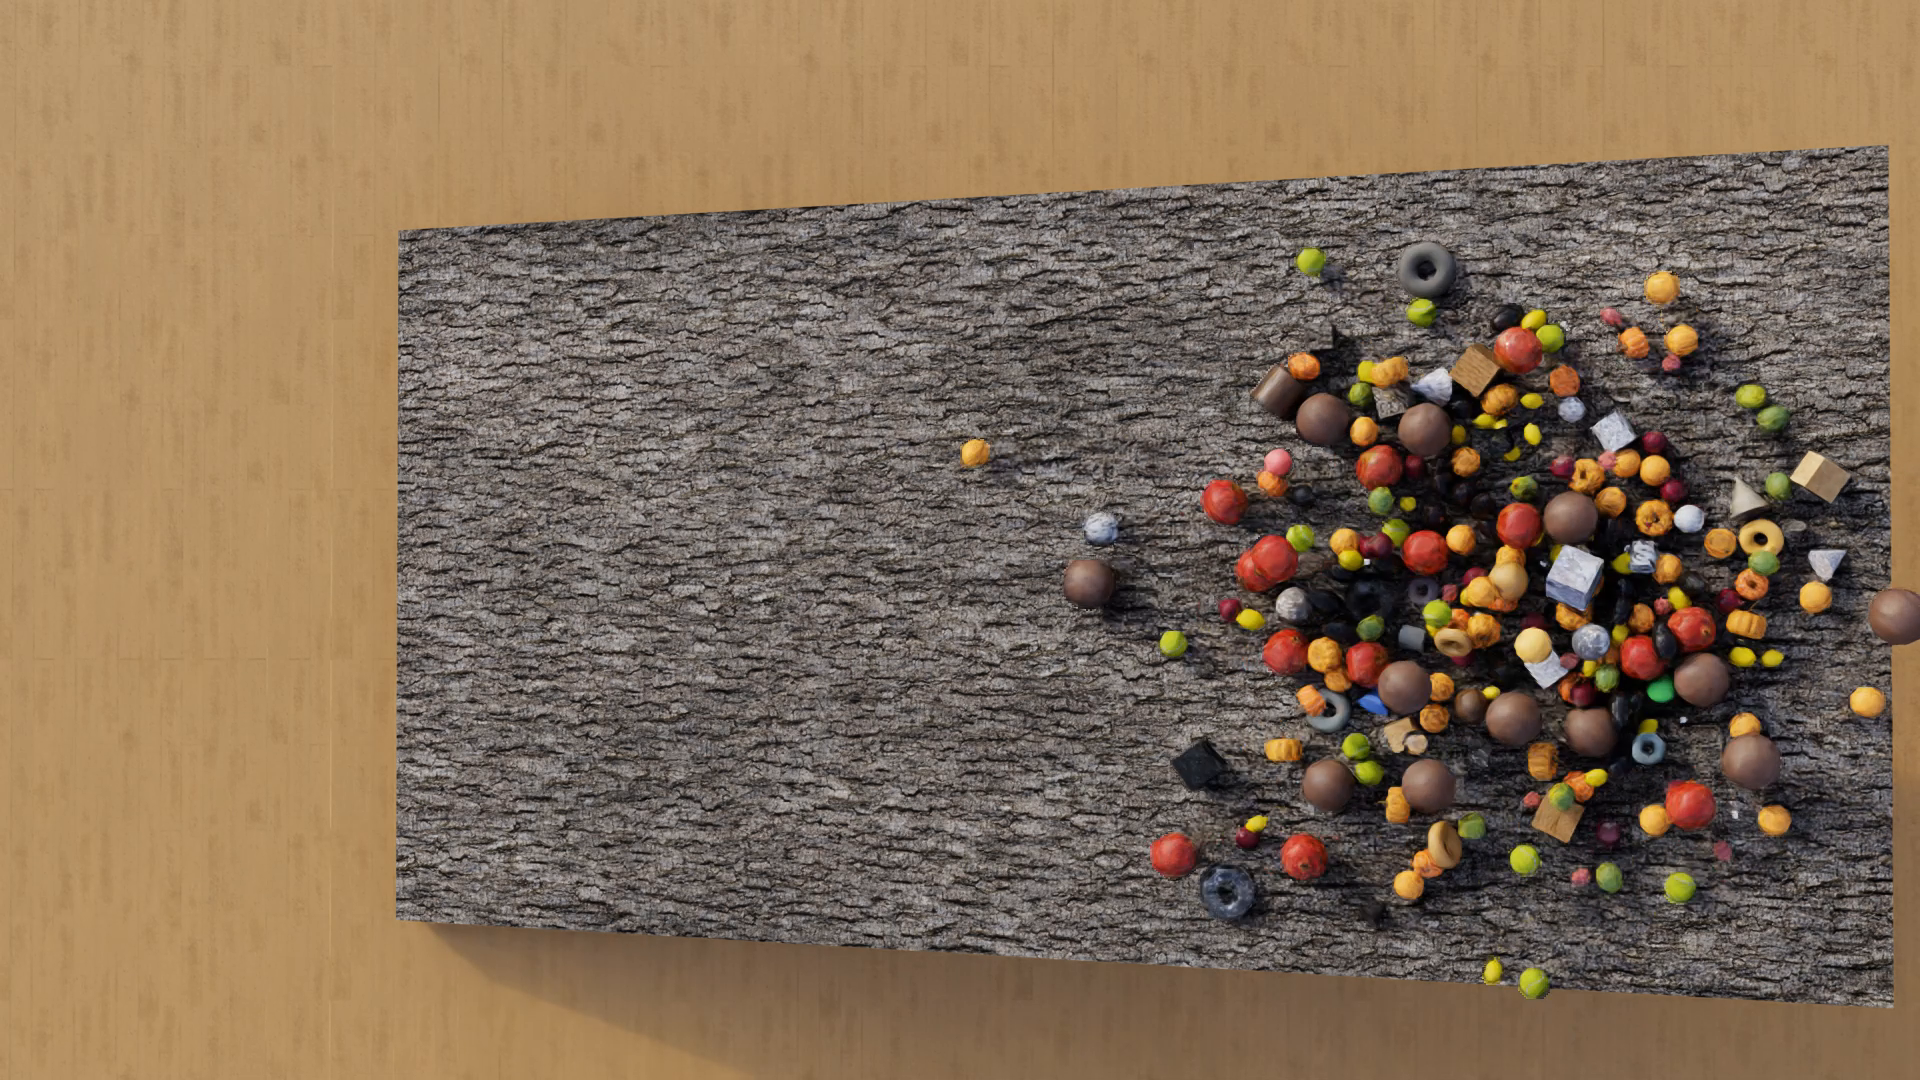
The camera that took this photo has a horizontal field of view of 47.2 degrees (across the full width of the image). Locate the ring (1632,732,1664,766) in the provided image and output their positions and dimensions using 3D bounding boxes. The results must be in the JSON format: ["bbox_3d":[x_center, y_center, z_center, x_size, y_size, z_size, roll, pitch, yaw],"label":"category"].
[{"bbox_3d":[1.628,0.494,5.202,0.080,0.027,0.080,0,84,0],"label":"ring"}]

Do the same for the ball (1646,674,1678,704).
[{"bbox_3d":[1.665,0.353,5.217,0.070,0.070,0.070,0,89,0],"label":"ball"}]

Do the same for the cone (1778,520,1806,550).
[{"bbox_3d":[1.946,-0.005,5.147,0.065,0.065,0.065,-7,115,0],"label":"cone"}]

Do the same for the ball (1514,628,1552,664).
[{"bbox_3d":[1.353,0.250,5.189,0.086,0.086,0.086,0,89,0],"label":"ball"}]

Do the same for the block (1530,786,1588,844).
[{"bbox_3d":[1.438,0.659,5.276,0.096,0.096,0.096,26,97,17],"label":"block"}]

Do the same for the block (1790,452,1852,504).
[{"bbox_3d":[1.992,-0.146,5.093,0.079,0.079,0.079,30,100,-11],"label":"block"}]

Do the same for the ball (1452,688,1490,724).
[{"bbox_3d":[1.230,0.401,5.293,0.086,0.086,0.086,0,89,0],"label":"ball"}]

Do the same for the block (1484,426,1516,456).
[{"bbox_3d":[1.305,-0.239,5.315,0.051,0.051,0.051,-14,104,27],"label":"block"}]

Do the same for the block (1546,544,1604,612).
[{"bbox_3d":[1.451,0.089,5.193,0.098,0.098,0.098,25,71,23],"label":"block"}]

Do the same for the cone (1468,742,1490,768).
[{"bbox_3d":[1.279,0.515,5.369,0.057,0.057,0.057,36,73,0],"label":"cone"}]

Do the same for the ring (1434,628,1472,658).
[{"bbox_3d":[1.188,0.247,5.293,0.094,0.094,0.031,25,56,0],"label":"ring"}]

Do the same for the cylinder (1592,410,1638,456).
[{"bbox_3d":[1.564,-0.256,5.254,0.080,0.080,0.080,-32,80,0],"label":"cylinder"}]

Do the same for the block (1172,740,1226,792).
[{"bbox_3d":[0.606,0.571,5.562,0.090,0.090,0.090,-39,78,14],"label":"block"}]

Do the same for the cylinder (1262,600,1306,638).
[{"bbox_3d":[0.814,0.195,5.533,0.099,0.099,0.099,0,86,-3],"label":"cylinder"}]

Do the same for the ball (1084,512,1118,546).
[{"bbox_3d":[0.365,-0.029,5.654,0.088,0.088,0.088,0,89,0],"label":"ball"}]

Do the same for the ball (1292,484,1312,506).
[{"bbox_3d":[0.857,-0.113,5.506,0.053,0.053,0.053,0,89,0],"label":"ball"}]

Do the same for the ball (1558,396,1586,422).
[{"bbox_3d":[1.473,-0.314,5.295,0.063,0.063,0.063,0,89,0],"label":"ball"}]

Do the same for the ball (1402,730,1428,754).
[{"bbox_3d":[1.101,0.490,5.319,0.060,0.060,0.060,0,89,0],"label":"ball"}]

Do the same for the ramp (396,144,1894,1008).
[{"bbox_3d":[0.278,0.091,5.781,4.000,0.100,2.000,0,89,19],"label":"ramp"}]

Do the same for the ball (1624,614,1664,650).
[{"bbox_3d":[1.630,0.220,5.242,0.089,0.089,0.089,0,89,0],"label":"ball"}]

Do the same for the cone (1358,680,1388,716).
[{"bbox_3d":[1.038,0.381,5.448,0.077,0.077,0.077,29,71,0],"label":"cone"}]

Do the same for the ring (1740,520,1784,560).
[{"bbox_3d":[1.878,-0.001,5.153,0.101,0.034,0.101,13,120,24],"label":"ring"}]

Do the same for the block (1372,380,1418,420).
[{"bbox_3d":[1.072,-0.345,5.418,0.079,0.079,0.079,-15,84,24],"label":"block"}]

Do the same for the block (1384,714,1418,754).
[{"bbox_3d":[1.090,0.477,5.409,0.068,0.068,0.068,-24,86,20],"label":"block"}]

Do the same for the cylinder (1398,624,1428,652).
[{"bbox_3d":[1.113,0.242,5.411,0.059,0.059,0.059,13,89,18],"label":"cylinder"}]

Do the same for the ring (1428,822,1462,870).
[{"bbox_3d":[1.181,0.743,5.354,0.039,0.117,0.117,-19,89,42],"label":"ring"}]

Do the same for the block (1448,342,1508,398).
[{"bbox_3d":[1.259,-0.414,5.344,0.090,0.090,0.090,40,115,15],"label":"block"}]

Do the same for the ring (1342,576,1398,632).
[{"bbox_3d":[1.018,0.161,5.452,0.139,0.046,0.139,0,90,20],"label":"ring"}]

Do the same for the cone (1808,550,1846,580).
[{"bbox_3d":[2.033,0.041,5.114,0.078,0.078,0.078,-27,89,-11],"label":"cone"}]

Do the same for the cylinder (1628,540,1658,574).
[{"bbox_3d":[1.618,0.040,5.205,0.062,0.062,0.062,12,72,0],"label":"cylinder"}]

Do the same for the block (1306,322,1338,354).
[{"bbox_3d":[0.902,-0.504,5.490,0.064,0.064,0.064,-6,87,19],"label":"block"}]

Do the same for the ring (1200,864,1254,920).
[{"bbox_3d":[0.675,0.889,5.558,0.139,0.046,0.139,0,90,20],"label":"ring"}]

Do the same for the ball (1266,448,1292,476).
[{"bbox_3d":[0.792,-0.193,5.463,0.067,0.067,0.067,0,89,0],"label":"ball"}]

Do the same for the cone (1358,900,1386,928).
[{"bbox_3d":[1.033,0.913,5.445,0.065,0.065,0.065,-38,89,-13],"label":"cone"}]

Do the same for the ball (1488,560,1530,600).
[{"bbox_3d":[1.314,0.098,5.269,0.096,0.096,0.096,0,89,0],"label":"ball"}]

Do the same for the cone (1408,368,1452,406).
[{"bbox_3d":[1.135,-0.374,5.372,0.096,0.096,0.096,-1,89,-20],"label":"cone"}]

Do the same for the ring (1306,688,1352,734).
[{"bbox_3d":[0.919,0.425,5.486,0.115,0.038,0.115,0,90,18],"label":"ring"}]

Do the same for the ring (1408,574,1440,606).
[{"bbox_3d":[1.142,0.124,5.420,0.078,0.026,0.078,-1,88,20],"label":"ring"}]

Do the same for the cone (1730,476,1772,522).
[{"bbox_3d":[1.838,-0.107,5.158,0.097,0.097,0.097,-16,74,0],"label":"cone"}]

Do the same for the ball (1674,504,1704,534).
[{"bbox_3d":[1.700,-0.048,5.127,0.067,0.067,0.067,0,89,0],"label":"ball"}]

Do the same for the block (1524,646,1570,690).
[{"bbox_3d":[1.416,0.307,5.299,0.076,0.076,0.076,-39,78,14],"label":"block"}]

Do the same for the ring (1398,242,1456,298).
[{"bbox_3d":[1.150,-0.663,5.418,0.139,0.046,0.139,0,90,19],"label":"ring"}]

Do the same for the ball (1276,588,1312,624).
[{"bbox_3d":[0.835,0.164,5.489,0.092,0.092,0.092,0,89,0],"label":"ball"}]
